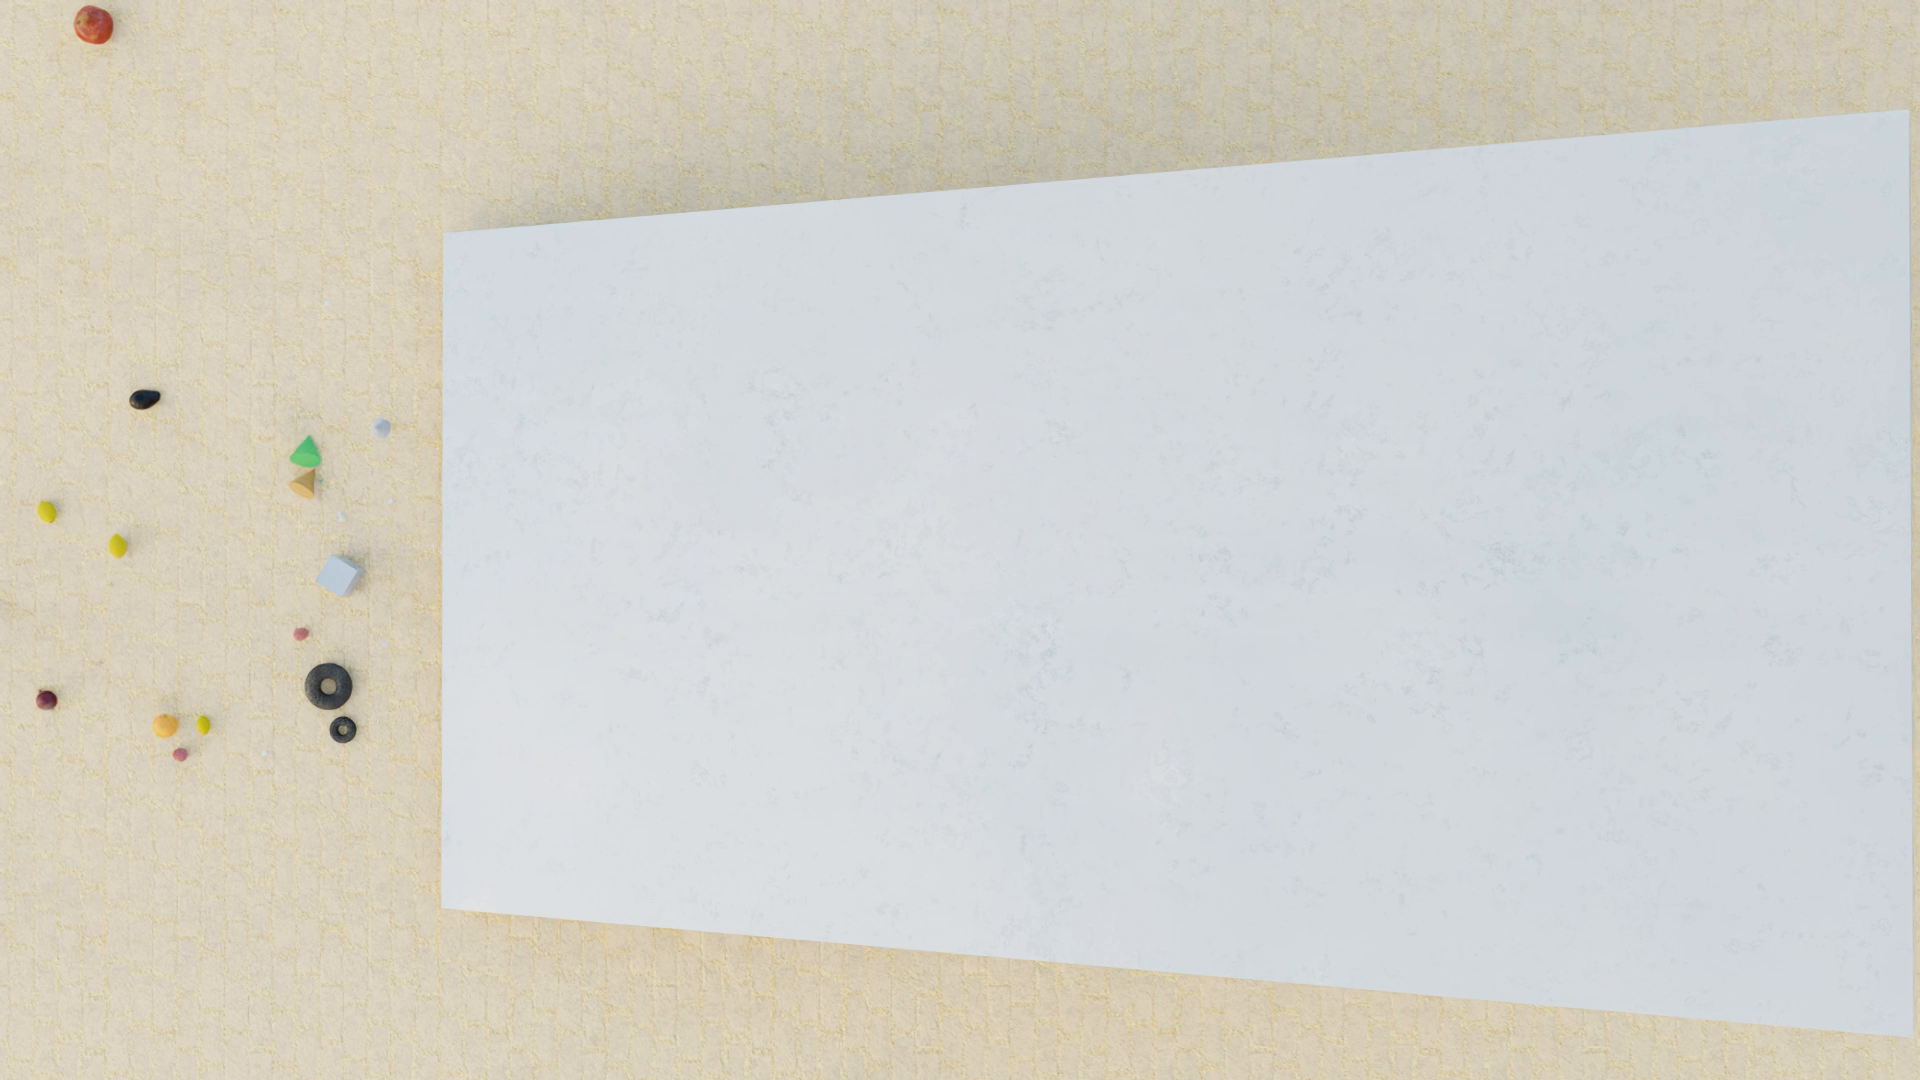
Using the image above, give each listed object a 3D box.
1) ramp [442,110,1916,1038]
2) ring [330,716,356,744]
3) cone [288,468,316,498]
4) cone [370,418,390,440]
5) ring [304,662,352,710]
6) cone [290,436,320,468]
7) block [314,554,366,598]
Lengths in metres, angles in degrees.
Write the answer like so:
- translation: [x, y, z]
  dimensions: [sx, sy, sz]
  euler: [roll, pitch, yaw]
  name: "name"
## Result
- translation: [0.280, 0.080, 5.672]
  dimensions: [4.000, 0.100, 2.000]
  euler: [0, 89, 26]
  name: "ramp"
- translation: [-1.849, 0.569, 6.588]
  dimensions: [0.081, 0.027, 0.081]
  euler: [0, 90, 1]
  name: "ring"
- translation: [-1.953, -0.182, 6.590]
  dimensions: [0.084, 0.084, 0.084]
  euler: [24, 63, 0]
  name: "cone"
- translation: [-1.743, -0.335, 6.579]
  dimensions: [0.063, 0.063, 0.063]
  euler: [0, 89, 0]
  name: "cone"
- translation: [-1.889, 0.438, 6.579]
  dimensions: [0.143, 0.048, 0.143]
  euler: [0, 91, 0]
  name: "ring"
- translation: [-1.958, -0.278, 6.590]
  dimensions: [0.088, 0.088, 0.088]
  euler: [-2, 63, 0]
  name: "cone"
- translation: [-1.848, 0.107, 6.560]
  dimensions: [0.092, 0.092, 0.092]
  euler: [32, 89, 0]
  name: "block"
